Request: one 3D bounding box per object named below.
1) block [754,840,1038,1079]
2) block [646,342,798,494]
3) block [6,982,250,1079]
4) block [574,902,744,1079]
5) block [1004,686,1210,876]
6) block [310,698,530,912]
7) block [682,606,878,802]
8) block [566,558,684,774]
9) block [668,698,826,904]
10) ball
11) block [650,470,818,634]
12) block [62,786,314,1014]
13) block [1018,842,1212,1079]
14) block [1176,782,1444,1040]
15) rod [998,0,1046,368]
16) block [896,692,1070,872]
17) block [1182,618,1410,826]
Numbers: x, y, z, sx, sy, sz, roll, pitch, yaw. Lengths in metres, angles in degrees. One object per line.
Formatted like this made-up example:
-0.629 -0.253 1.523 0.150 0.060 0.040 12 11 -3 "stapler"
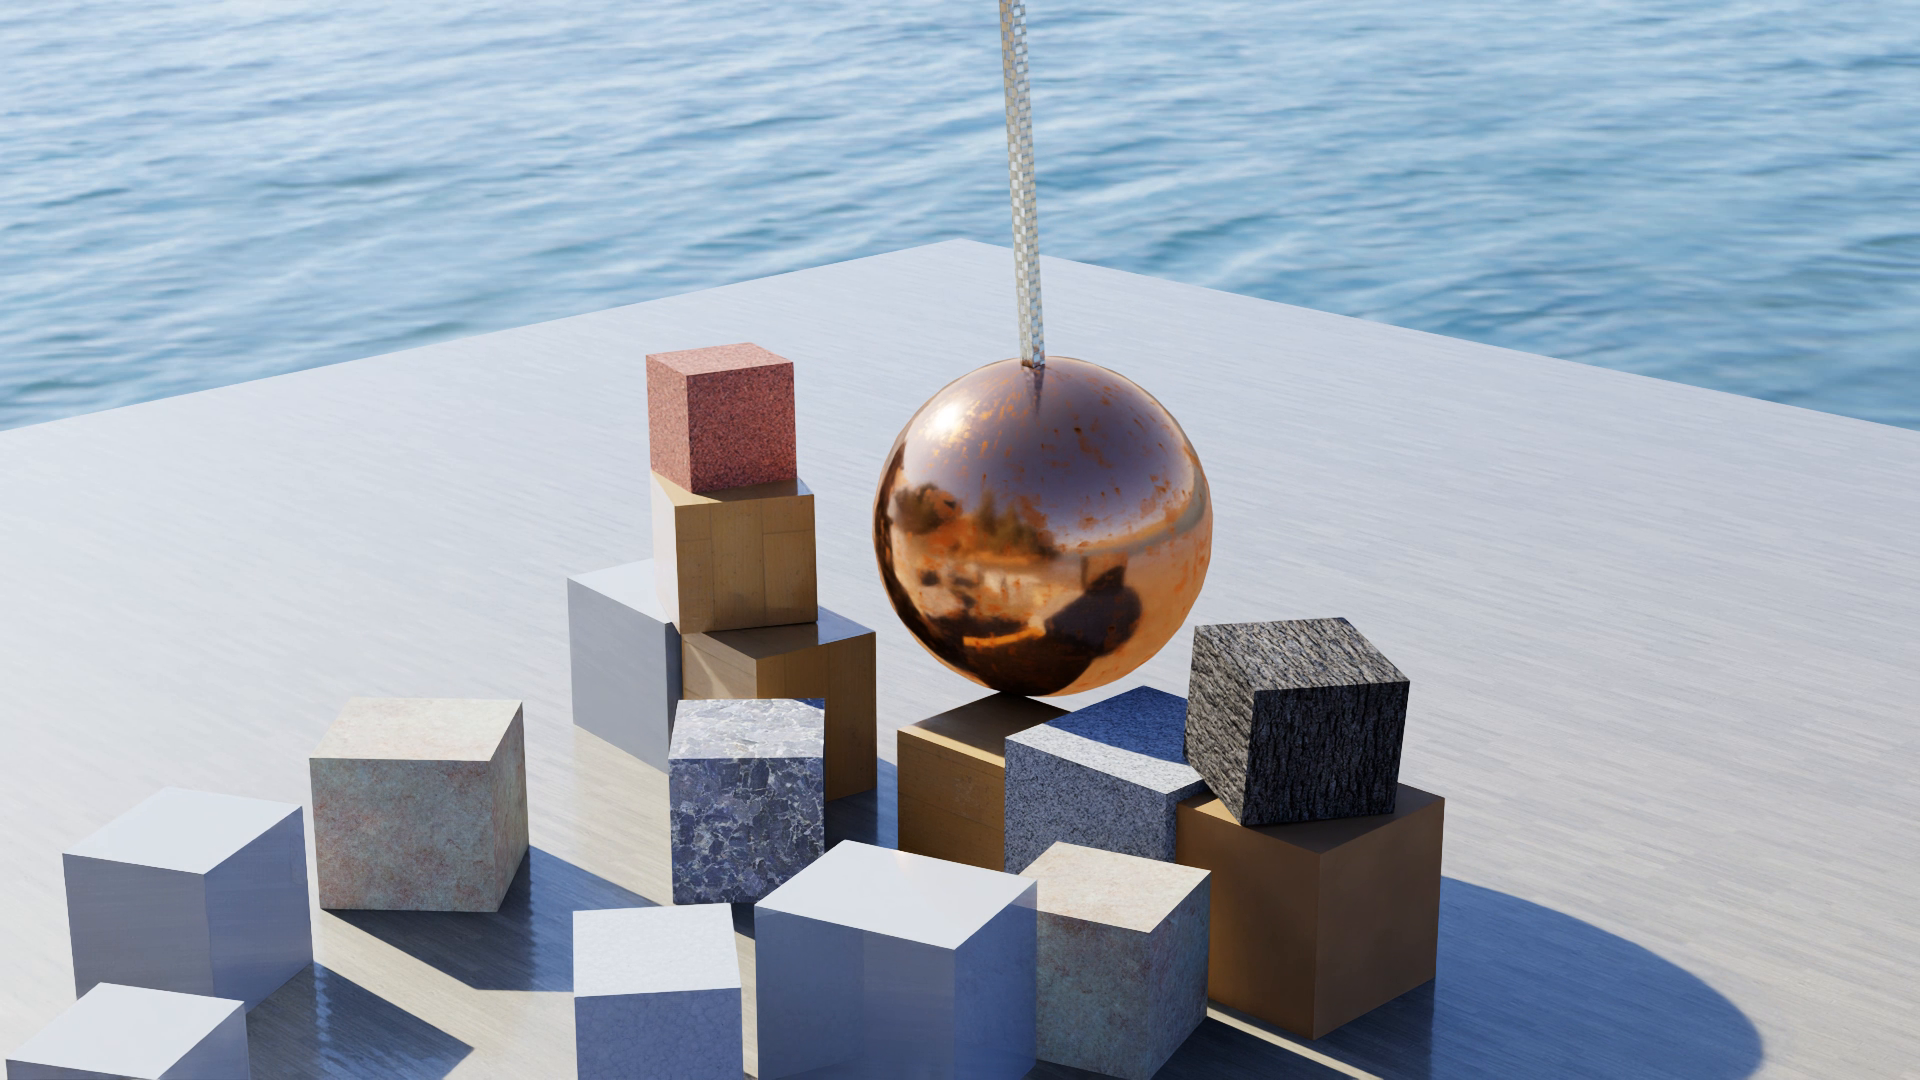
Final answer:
-0.243 1.745 11.451 0.861 0.804 0.709 9 19 26 "block"
-1.178 -0.610 14.461 0.563 0.585 0.527 -9 18 -26 "block"
-3.050 2.065 10.822 0.604 0.571 0.639 5 18 15 "block"
-1.152 1.880 11.179 0.609 0.710 0.748 -2 18 -7 "block"
0.842 1.272 12.830 0.915 0.879 0.916 16 24 42 "block"
-2.444 1.194 13.340 0.800 0.724 0.758 1 17 3 "block"
-0.886 0.812 14.402 0.689 0.815 0.678 -13 21 -35 "block"
-1.415 0.608 15.071 0.809 0.803 0.925 -13 22 -36 "block"
-0.959 1.184 13.415 0.682 0.696 0.738 -1 17 -2 "block"
0.386 -0.064 13.726 1.600 1.600 1.600 0 17 0 "ball"
-1.121 0.023 14.481 0.684 0.644 0.704 -5 17 -14 "block"
-3.212 1.538 12.251 0.664 0.719 0.752 6 18 18 "block"
0.568 1.696 11.864 0.686 0.650 0.654 8 19 25 "block"
1.458 1.471 12.295 0.832 0.820 0.753 -17 24 -42 "block"
0.167 -3.229 12.502 0.080 5.200 0.080 17 29 42 "rod"
0.248 1.187 13.451 0.790 0.669 0.722 16 24 42 "block"
1.381 0.740 12.140 0.675 0.594 0.678 -3 22 -16 "block"
